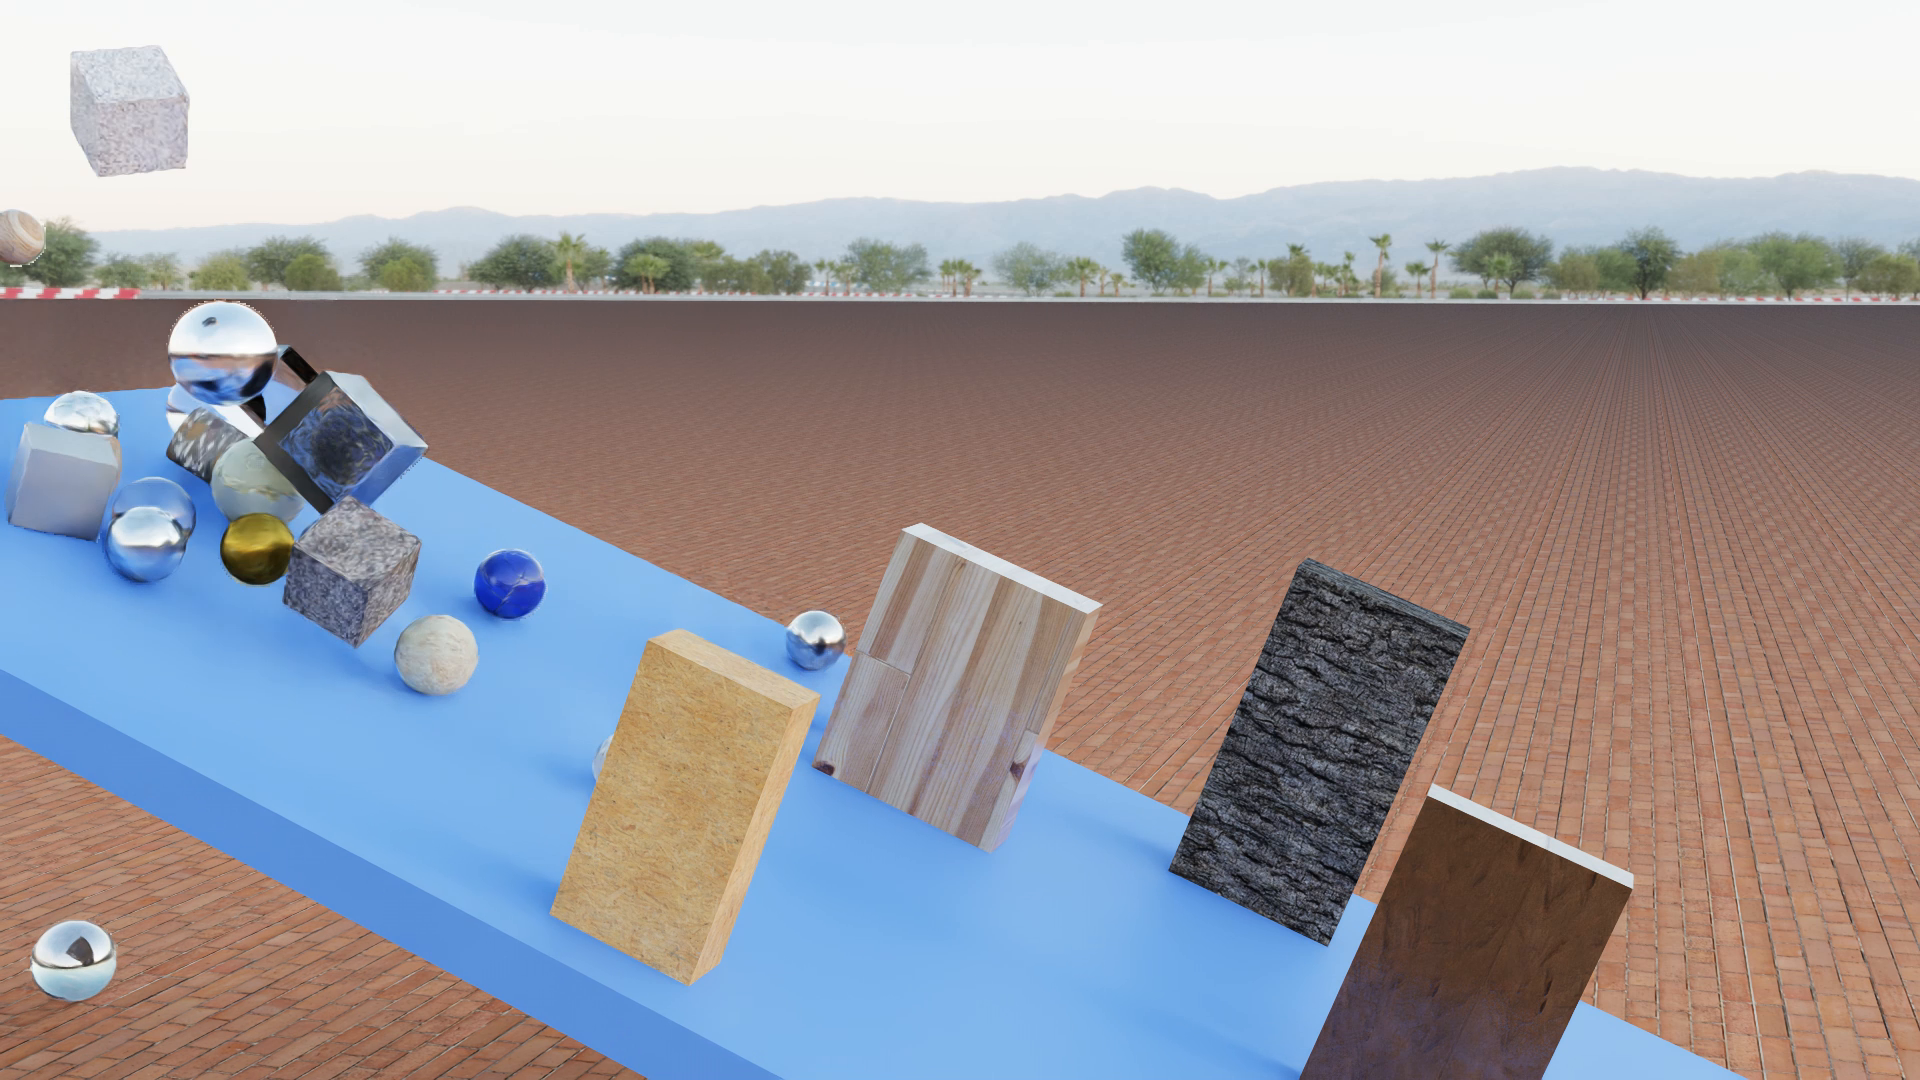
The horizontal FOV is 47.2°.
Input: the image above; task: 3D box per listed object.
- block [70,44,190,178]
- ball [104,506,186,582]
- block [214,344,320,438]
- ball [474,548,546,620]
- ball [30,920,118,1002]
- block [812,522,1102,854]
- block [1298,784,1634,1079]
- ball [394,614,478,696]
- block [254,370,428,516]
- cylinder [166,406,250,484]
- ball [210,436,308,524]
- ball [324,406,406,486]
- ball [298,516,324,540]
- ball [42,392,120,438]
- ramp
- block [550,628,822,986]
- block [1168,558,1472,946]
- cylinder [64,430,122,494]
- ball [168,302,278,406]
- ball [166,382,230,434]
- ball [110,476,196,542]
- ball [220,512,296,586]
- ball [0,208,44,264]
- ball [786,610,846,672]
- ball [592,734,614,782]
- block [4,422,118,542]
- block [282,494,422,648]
[{"bbox_3d":[-1.525,-0.787,4.033,0.162,0.162,0.162,-14,52,-33],"label":"block"},{"bbox_3d":[-1.487,0.008,4.014,0.140,0.140,0.140,0,7,0],"label":"ball"},{"bbox_3d":[-1.454,-0.303,4.655,0.158,0.158,0.158,7,-35,42],"label":"block"},{"bbox_3d":[-0.932,0.090,4.554,0.147,0.147,0.147,0,7,0],"label":"ball"},{"bbox_3d":[-2.259,1.073,5.607,0.206,0.206,0.206,0,7,0],"label":"ball"},{"bbox_3d":[-0.009,0.290,4.360,0.403,0.521,0.124,24,13,13],"label":"block"},{"bbox_3d":[0.846,0.750,3.716,0.356,0.572,0.090,24,13,13],"label":"block"},{"bbox_3d":[-0.956,0.209,4.015,0.149,0.149,0.149,0,7,0],"label":"ball"},{"bbox_3d":[-1.226,-0.189,4.365,0.201,0.201,0.201,-44,-3,5],"label":"block"},{"bbox_3d":[-1.585,-0.193,4.655,0.130,0.130,0.130,33,5,-4],"label":"cylinder"},{"bbox_3d":[-1.429,-0.114,4.494,0.194,0.194,0.194,0,7,0],"label":"ball"},{"bbox_3d":[-1.249,-0.198,4.617,0.167,0.167,0.167,0,7,0],"label":"ball"},{"bbox_3d":[-1.192,0.040,4.248,0.187,0.187,0.187,0,7,0],"label":"ball"},{"bbox_3d":[-1.796,-0.231,4.494,0.146,0.146,0.146,0,7,0],"label":"ball"},{"bbox_3d":[-0.311,0.554,4.197,4.000,0.100,2.000,24,13,13],"label":"ramp"},{"bbox_3d":[-0.419,0.404,3.347,0.248,0.468,0.118,24,13,13],"label":"block"},{"bbox_3d":[0.740,0.436,4.547,0.361,0.704,0.139,24,13,13],"label":"block"},{"bbox_3d":[-1.718,-0.152,4.297,0.117,0.117,0.117,6,7,1],"label":"cylinder"},{"bbox_3d":[-1.426,-0.360,4.258,0.202,0.202,0.202,0,7,0],"label":"ball"},{"bbox_3d":[-1.665,-0.288,4.872,0.177,0.177,0.177,0,7,0],"label":"ball"},{"bbox_3d":[-1.520,-0.043,4.147,0.152,0.152,0.152,0,7,0],"label":"ball"},{"bbox_3d":[-1.263,0.016,3.958,0.131,0.131,0.131,0,7,0],"label":"ball"},{"bbox_3d":[-1.972,-0.633,4.587,0.114,0.114,0.114,0,7,0],"label":"ball"},{"bbox_3d":[-0.327,0.229,4.978,0.137,0.137,0.137,0,7,0],"label":"ball"},{"bbox_3d":[-0.589,0.399,3.888,0.119,0.119,0.119,0,7,0],"label":"ball"},{"bbox_3d":[-1.690,-0.109,4.131,0.153,0.153,0.153,14,13,-31],"label":"block"},{"bbox_3d":[-1.078,0.056,3.901,0.159,0.159,0.159,31,44,4],"label":"block"}]
